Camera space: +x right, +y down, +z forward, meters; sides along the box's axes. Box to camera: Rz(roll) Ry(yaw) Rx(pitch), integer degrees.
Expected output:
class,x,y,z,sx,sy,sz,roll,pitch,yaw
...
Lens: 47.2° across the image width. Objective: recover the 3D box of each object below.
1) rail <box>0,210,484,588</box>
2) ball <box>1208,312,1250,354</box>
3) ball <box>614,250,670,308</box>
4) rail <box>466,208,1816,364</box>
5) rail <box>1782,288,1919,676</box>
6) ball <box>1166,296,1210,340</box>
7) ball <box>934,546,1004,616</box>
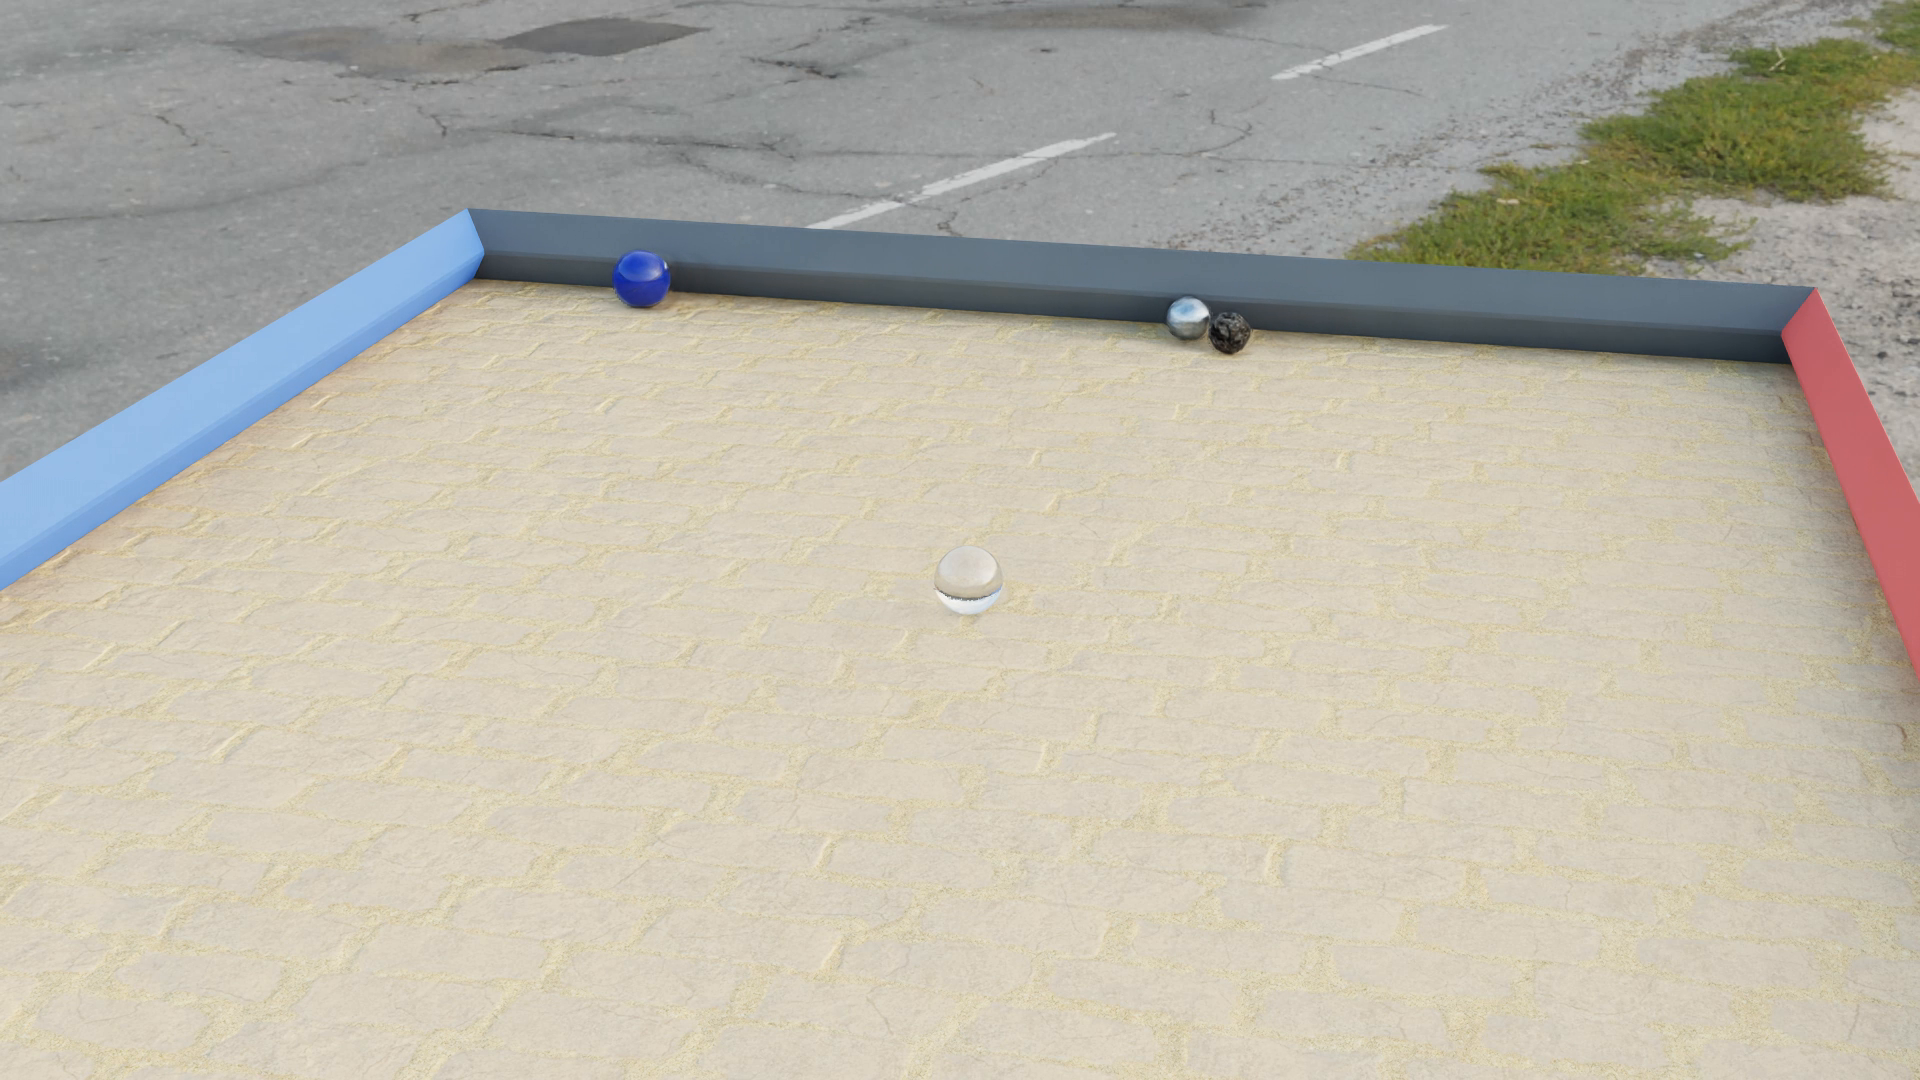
class,x,y,z,sx,sy,sz,roll,pitch,yaw
rail,-1.198,0.270,1.794,0.045,0.115,3.933,5,23,11
ball,0.395,-0.303,3.217,0.060,0.060,0.060,0,23,0
ball,-0.495,-0.407,3.427,0.089,0.089,0.089,0,23,0
rail,0.208,-0.385,3.339,2.066,0.115,0.045,5,23,11
rail,0.772,0.441,1.392,0.045,0.115,3.933,5,23,11
ball,0.339,-0.329,3.273,0.066,0.066,0.066,0,23,0
ball,0.009,0.043,2.382,0.076,0.076,0.076,0,23,0
